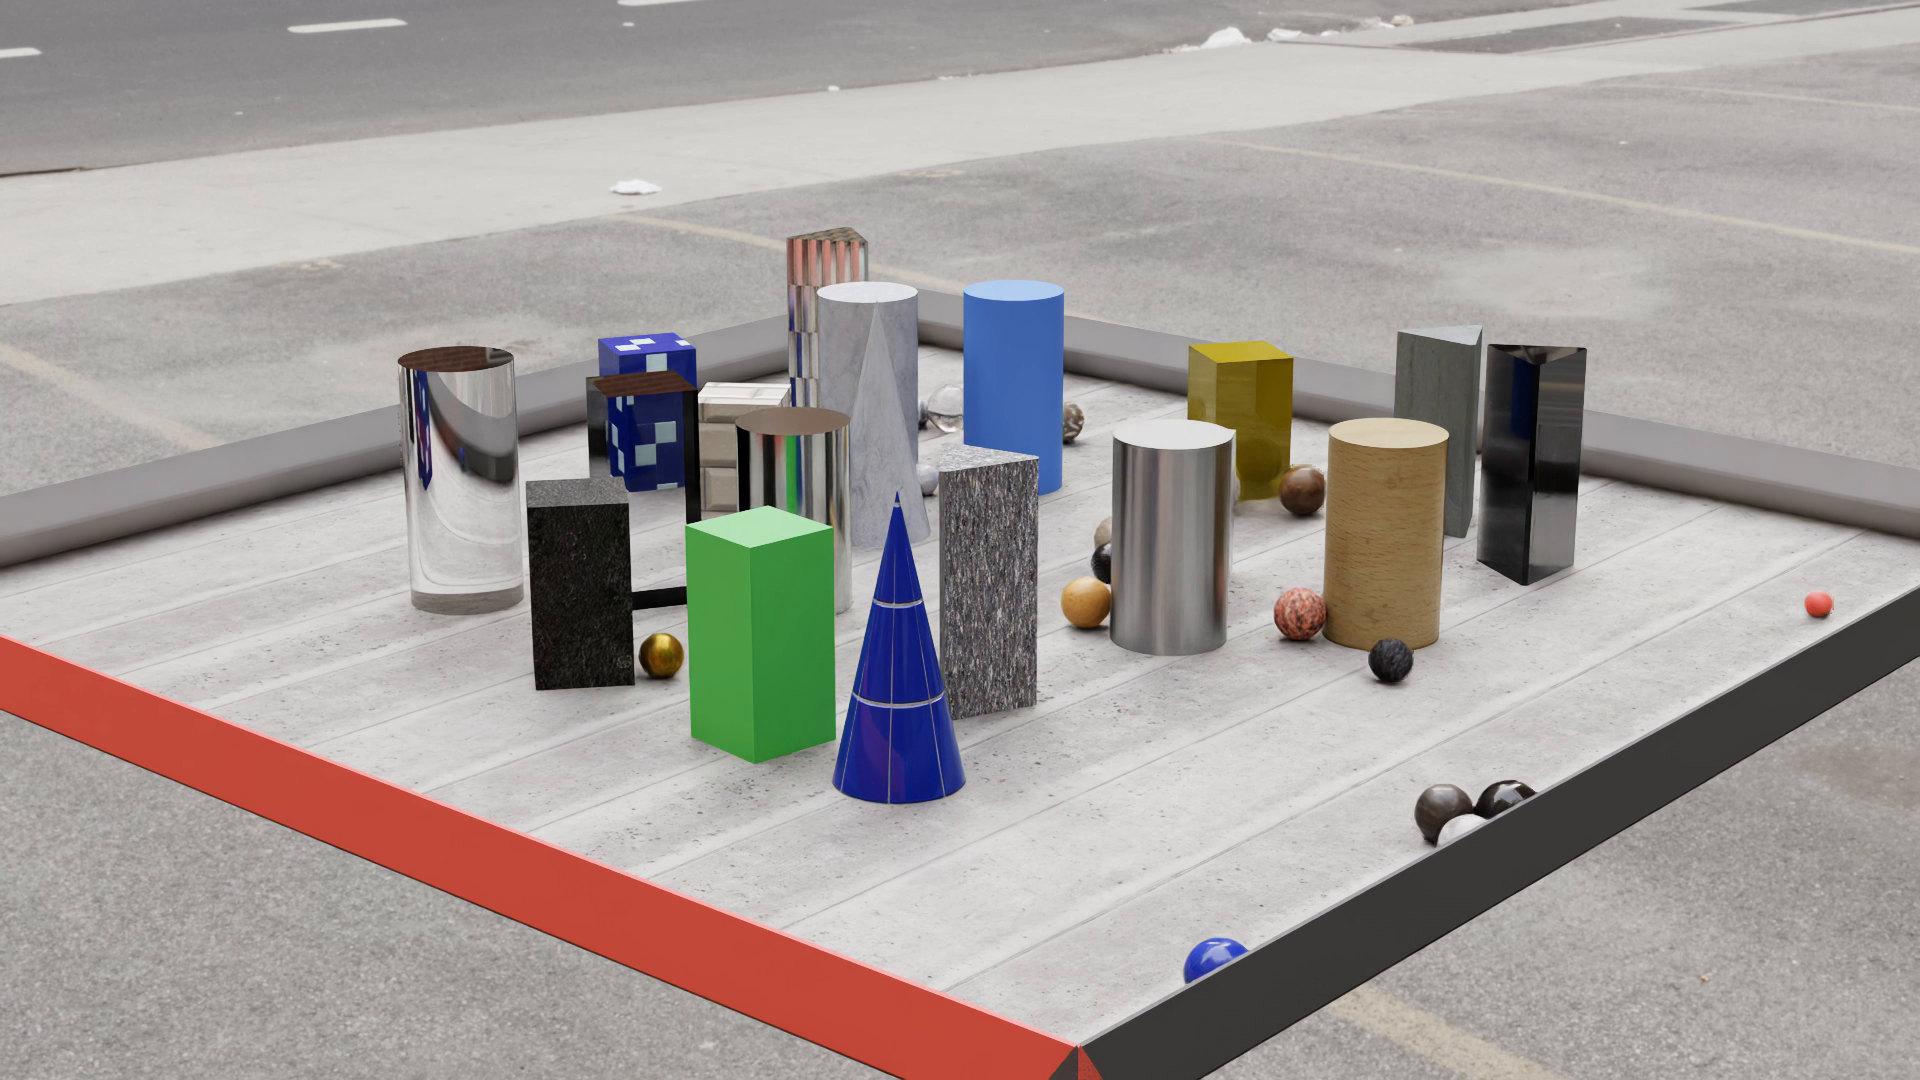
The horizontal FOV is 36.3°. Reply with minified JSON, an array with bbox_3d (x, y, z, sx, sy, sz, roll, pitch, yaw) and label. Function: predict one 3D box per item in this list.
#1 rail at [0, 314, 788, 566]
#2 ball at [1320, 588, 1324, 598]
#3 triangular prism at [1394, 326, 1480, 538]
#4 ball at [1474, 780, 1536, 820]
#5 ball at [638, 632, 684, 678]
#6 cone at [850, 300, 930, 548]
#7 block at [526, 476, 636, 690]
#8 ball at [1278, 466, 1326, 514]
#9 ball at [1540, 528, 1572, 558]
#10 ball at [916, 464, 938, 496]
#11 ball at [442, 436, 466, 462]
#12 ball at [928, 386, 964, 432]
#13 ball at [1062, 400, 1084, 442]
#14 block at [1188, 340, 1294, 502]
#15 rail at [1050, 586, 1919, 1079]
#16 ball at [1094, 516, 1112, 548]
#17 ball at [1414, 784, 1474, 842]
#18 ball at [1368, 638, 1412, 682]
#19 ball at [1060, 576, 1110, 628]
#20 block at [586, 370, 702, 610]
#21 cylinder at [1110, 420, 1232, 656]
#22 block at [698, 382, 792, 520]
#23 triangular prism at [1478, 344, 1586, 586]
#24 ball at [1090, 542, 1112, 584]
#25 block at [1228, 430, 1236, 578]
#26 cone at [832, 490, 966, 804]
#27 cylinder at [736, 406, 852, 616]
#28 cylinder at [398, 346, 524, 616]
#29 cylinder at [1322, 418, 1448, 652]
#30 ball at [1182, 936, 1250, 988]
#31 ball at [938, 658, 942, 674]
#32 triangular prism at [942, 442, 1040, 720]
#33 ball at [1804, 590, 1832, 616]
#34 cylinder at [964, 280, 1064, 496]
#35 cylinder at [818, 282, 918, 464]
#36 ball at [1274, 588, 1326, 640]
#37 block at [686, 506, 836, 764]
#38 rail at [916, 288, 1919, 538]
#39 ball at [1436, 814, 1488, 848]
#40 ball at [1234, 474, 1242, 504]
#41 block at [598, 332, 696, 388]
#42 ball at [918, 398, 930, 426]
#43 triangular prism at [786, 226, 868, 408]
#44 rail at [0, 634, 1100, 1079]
[{"bbox_3d":[-1.048,-0.231,5.991,0.045,0.127,2.858,14,22,39],"label":"rail"},{"bbox_3d":[0.647,0.096,5.044,0.053,0.053,0.053,0,17,0],"label":"ball"},{"bbox_3d":[0.927,-0.212,5.514,0.170,0.369,0.147,16,23,42],"label":"triangular prism"},{"bbox_3d":[0.755,0.378,4.032,0.096,0.096,0.096,0,17,0],"label":"ball"},{"bbox_3d":[-0.480,0.185,4.711,0.073,0.073,0.073,0,17,0],"label":"ball"},{"bbox_3d":[-0.152,-0.228,5.432,0.196,0.448,0.196,0,17,0],"label":"cone"},{"bbox_3d":[-0.609,0.068,4.699,0.157,0.303,0.157,-3,17,-9],"label":"block"},{"bbox_3d":[0.655,-0.095,5.604,0.093,0.093,0.093,0,17,0],"label":"ball"},{"bbox_3d":[1.084,0.006,5.333,0.057,0.057,0.057,0,17,0],"label":"ball"},{"bbox_3d":[-0.073,-0.119,5.735,0.063,0.063,0.063,0,17,0],"label":"ball"},{"bbox_3d":[-1.031,-0.186,5.979,0.050,0.050,0.050,0,17,0],"label":"ball"},{"bbox_3d":[-0.021,-0.278,6.203,0.098,0.098,0.098,0,17,0],"label":"ball"},{"bbox_3d":[0.215,-0.250,6.126,0.088,0.088,0.088,0,17,0],"label":"ball"},{"bbox_3d":[0.546,-0.233,5.739,0.157,0.279,0.157,-5,17,-15],"label":"block"},{"bbox_3d":[1.048,0.294,4.249,0.045,0.127,2.858,14,22,39],"label":"rail"},{"bbox_3d":[0.289,0.000,5.287,0.093,0.093,0.093,0,17,0],"label":"ball"},{"bbox_3d":[0.670,0.378,4.056,0.082,0.082,0.082,0,17,0],"label":"ball"},{"bbox_3d":[0.689,0.192,4.694,0.070,0.070,0.070,0,17,0],"label":"ball"},{"bbox_3d":[0.213,0.105,4.951,0.087,0.087,0.087,0,17,0],"label":"ball"},{"bbox_3d":[-0.546,-0.086,5.079,0.157,0.380,0.157,-6,18,-20],"label":"block"},{"bbox_3d":[0.349,-0.006,4.860,0.196,0.352,0.196,0,17,0],"label":"cylinder"},{"bbox_3d":[-0.399,-0.135,5.412,0.157,0.280,0.157,2,17,5],"label":"block"},{"bbox_3d":[0.997,-0.143,5.230,0.147,0.401,0.170,14,22,38],"label":"triangular prism"},{"bbox_3d":[0.269,0.042,5.182,0.075,0.075,0.075,0,17,0],"label":"ball"},{"bbox_3d":[0.394,-0.053,5.171,0.157,0.262,0.157,4,17,14],"label":"block"},{"bbox_3d":[-0.089,0.140,4.223,0.196,0.441,0.196,0,17,0],"label":"cone"},{"bbox_3d":[-0.285,-0.046,5.037,0.196,0.327,0.196,0,17,0],"label":"cylinder"},{"bbox_3d":[-0.858,-0.104,5.053,0.196,0.427,0.196,0,17,0],"label":"cylinder"},{"bbox_3d":[0.706,-0.010,4.879,0.196,0.349,0.196,0,17,0],"label":"cylinder"},{"bbox_3d":[0.315,0.526,3.550,0.090,0.090,0.090,0,17,0],"label":"ball"},{"bbox_3d":[-0.047,0.205,4.699,0.040,0.040,0.040,0,17,0],"label":"ball"},{"bbox_3d":[0.012,0.058,4.564,0.170,0.400,0.147,-9,19,-27],"label":"triangular prism"},{"bbox_3d":[1.467,0.109,5.011,0.045,0.045,0.045,0,17,0],"label":"ball"},{"bbox_3d":[0.105,-0.299,5.762,0.196,0.392,0.196,0,17,0],"label":"cylinder"},{"bbox_3d":[-0.180,-0.297,5.764,0.196,0.388,0.196,0,17,0],"label":"cylinder"},{"bbox_3d":[0.567,0.122,4.892,0.088,0.088,0.088,0,17,0],"label":"ball"},{"bbox_3d":[-0.298,0.140,4.405,0.157,0.335,0.157,-14,22,-40],"label":"block"},{"bbox_3d":[0.921,-0.274,6.136,2.822,0.127,0.045,14,22,39],"label":"rail"},{"bbox_3d":[0.684,0.411,3.942,0.084,0.084,0.084,0,17,0],"label":"ball"},{"bbox_3d":[0.493,-0.099,5.620,0.092,0.092,0.092,0,17,0],"label":"ball"},{"bbox_3d":[-0.623,-0.264,5.867,0.157,0.264,0.157,-7,18,-21],"label":"block"},{"bbox_3d":[-0.088,-0.271,6.250,0.058,0.058,0.058,0,17,0],"label":"ball"},{"bbox_3d":[-0.249,-0.407,6.020,0.170,0.451,0.147,5,17,15],"label":"triangular prism"},{"bbox_3d":[-0.921,0.338,4.104,2.822,0.127,0.045,14,22,39],"label":"rail"}]
